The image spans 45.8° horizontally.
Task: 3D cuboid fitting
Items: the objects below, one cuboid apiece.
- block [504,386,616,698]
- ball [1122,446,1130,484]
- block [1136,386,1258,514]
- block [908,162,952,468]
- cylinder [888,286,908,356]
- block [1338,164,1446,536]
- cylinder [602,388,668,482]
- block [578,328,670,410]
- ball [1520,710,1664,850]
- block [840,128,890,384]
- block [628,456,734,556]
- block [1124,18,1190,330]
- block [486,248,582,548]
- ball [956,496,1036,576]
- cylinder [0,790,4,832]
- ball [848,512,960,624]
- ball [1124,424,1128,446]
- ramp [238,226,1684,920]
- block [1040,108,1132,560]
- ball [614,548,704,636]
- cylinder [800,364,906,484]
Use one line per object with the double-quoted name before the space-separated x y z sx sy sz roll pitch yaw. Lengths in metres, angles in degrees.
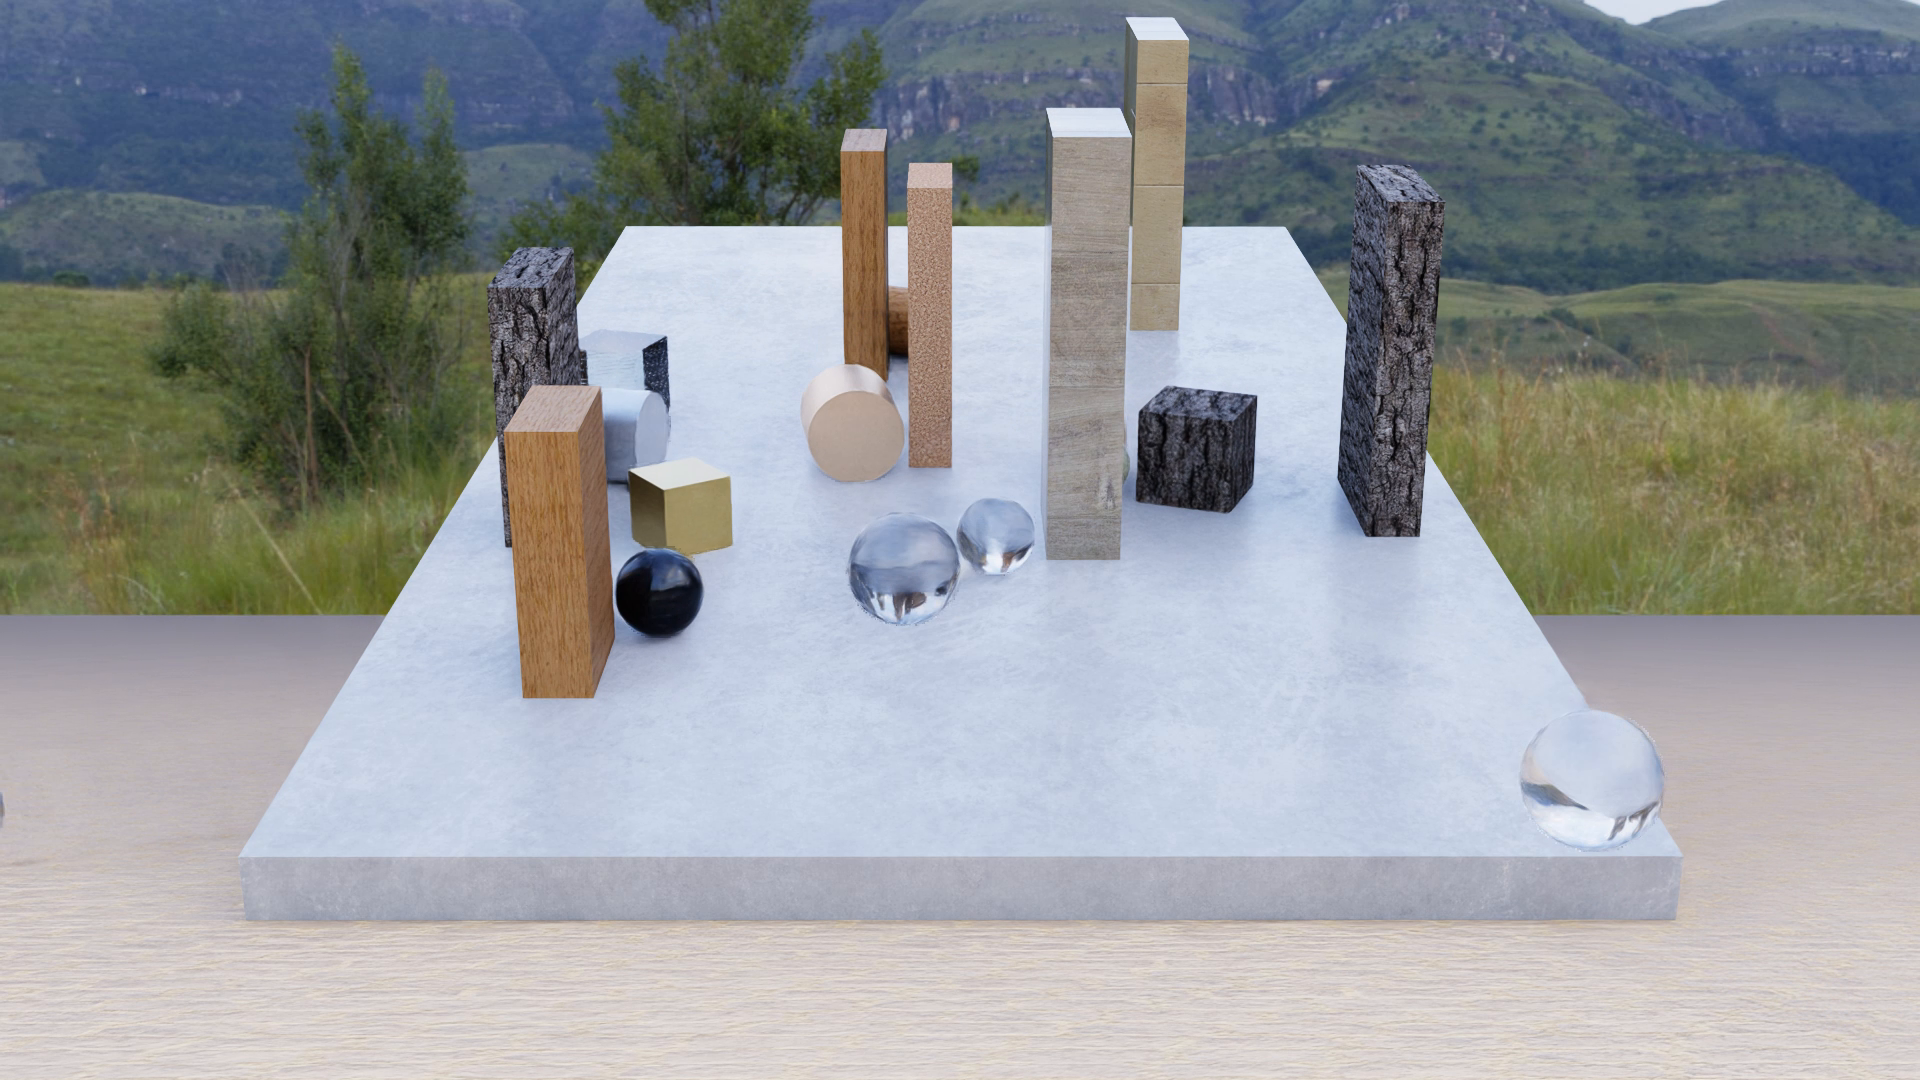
"block" -0.644 0.000 3.677 0.113 0.448 0.250 0 20 0
"ball" 0.274 -0.152 4.546 0.133 0.133 0.133 0 -2 0
"block" 0.475 -0.183 4.547 0.190 0.190 0.190 8 22 20
"block" -0.061 -0.471 4.752 0.090 0.588 0.261 0 20 0
"cylinder" -0.133 -0.532 5.527 0.164 0.164 0.164 9 2 22
"block" 0.828 -0.370 4.395 0.103 0.648 0.347 0 20 0
"cylinder" -0.717 -0.216 4.635 0.187 0.187 0.187 5 -1 13
"block" -0.761 -0.360 5.053 0.168 0.168 0.168 7 21 17
"ball" 0.875 0.333 3.150 0.194 0.194 0.194 0 -2 0
"block" -0.218 -0.646 5.259 0.096 0.562 0.276 0 20 0
"block" -0.526 -0.060 4.283 0.140 0.140 0.140 -14 24 -33
"block" 0.492 -0.943 5.828 0.124 0.727 0.410 0 20 0
"block" -0.804 -0.277 4.347 0.107 0.502 0.322 0 20 0
"ball" 0.066 -0.008 4.140 0.144 0.144 0.144 0 -2 0
"cylinder" -1.737 0.459 3.796 0.183 0.183 0.183 -1 -2 18
"ball" -0.097 0.049 3.913 0.195 0.195 0.195 0 -2 0
"ball" 0.265 -0.214 4.677 0.158 0.158 0.158 0 -2 0
"ramp" -0.005 -0.210 5.035 2.000 0.100 4.000 0 20 0
"block" 0.229 -0.384 4.229 0.137 0.788 0.299 0 20 0
"ball" -0.511 0.089 3.864 0.152 0.152 0.152 0 -2 0
"cylinder" -0.224 -0.242 4.695 0.198 0.198 0.198 0 20 -9
